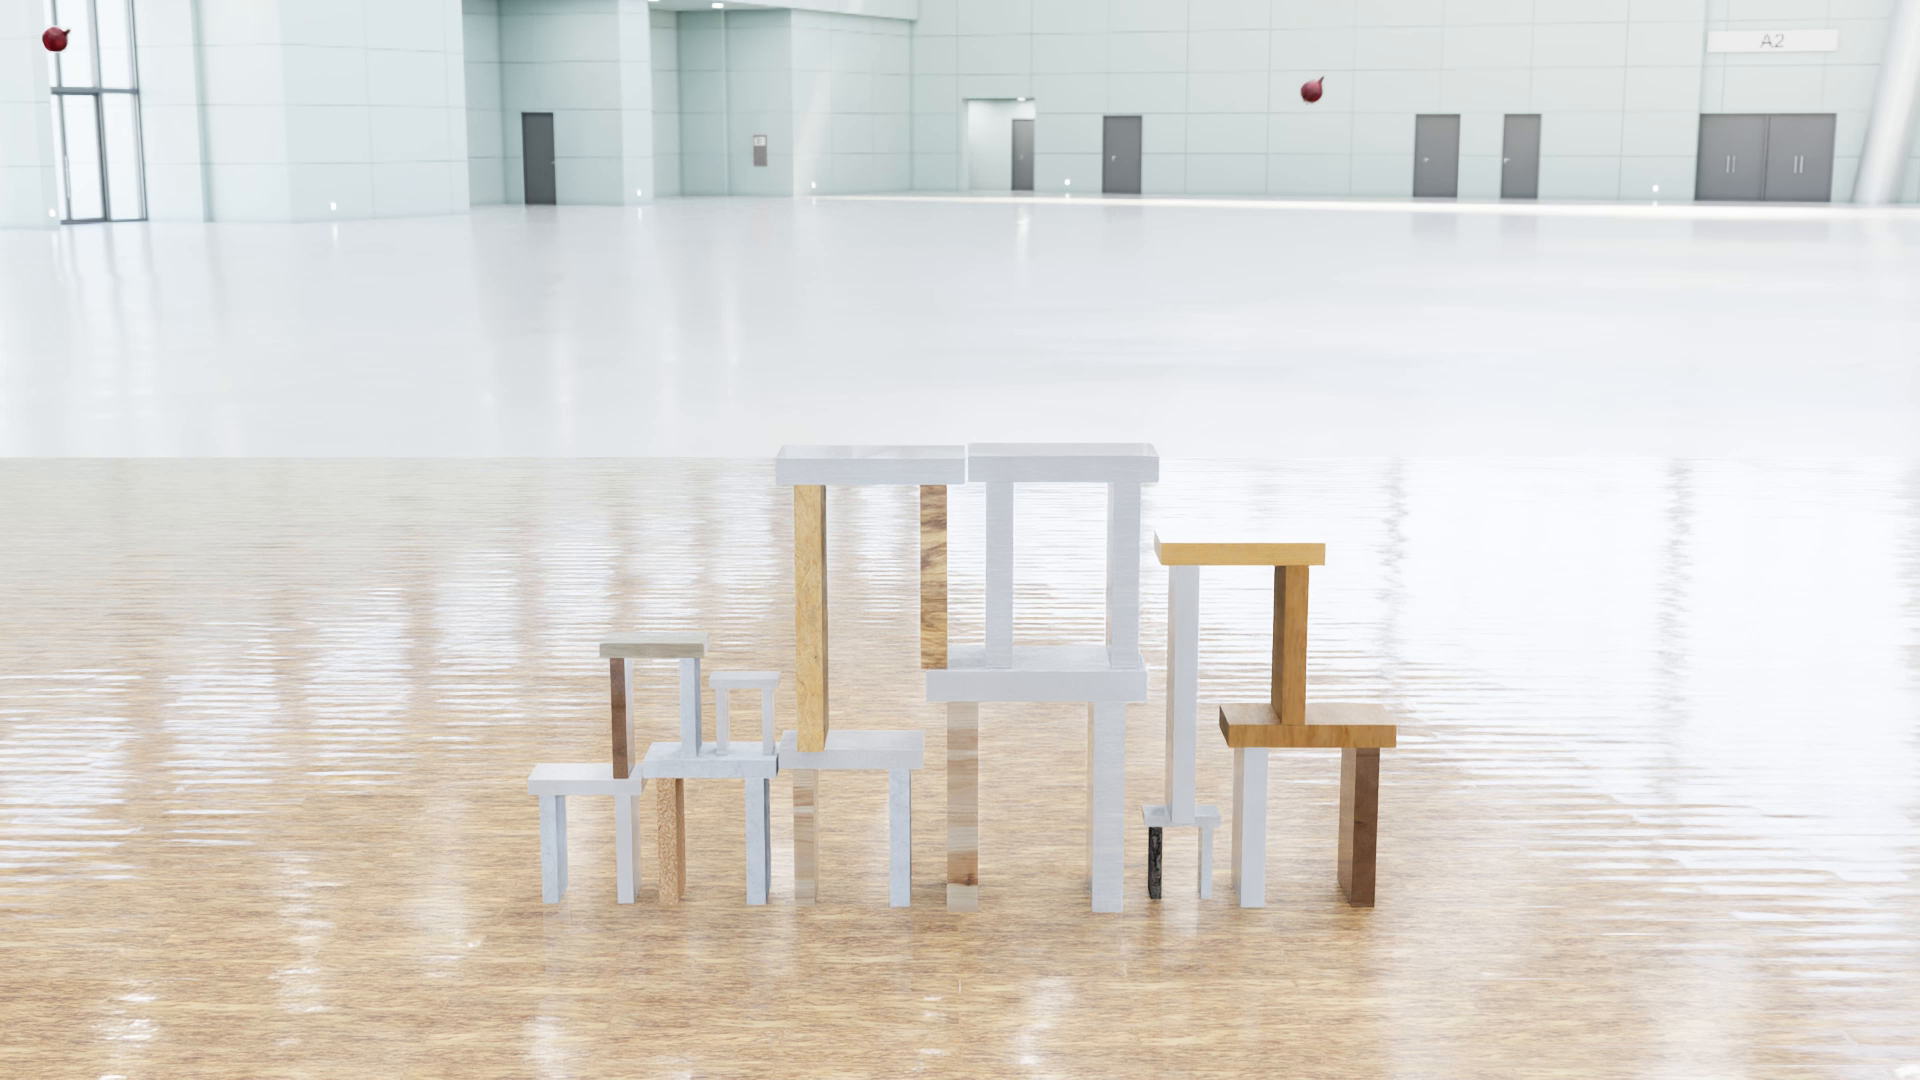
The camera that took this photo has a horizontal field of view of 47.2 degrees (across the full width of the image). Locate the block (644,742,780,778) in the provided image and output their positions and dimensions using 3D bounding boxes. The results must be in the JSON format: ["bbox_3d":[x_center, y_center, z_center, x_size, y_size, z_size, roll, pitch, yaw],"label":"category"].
[{"bbox_3d":[-0.407,0.363,3.626,0.216,0.031,0.108,0,11,0],"label":"block"}]

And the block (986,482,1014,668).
[{"bbox_3d":[0.063,0.044,3.573,0.043,0.301,0.151,0,11,0],"label":"block"}]

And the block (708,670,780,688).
[{"bbox_3d":[-0.352,0.229,3.603,0.113,0.016,0.056,0,11,0],"label":"block"}]

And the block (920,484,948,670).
[{"bbox_3d":[-0.042,0.047,3.565,0.042,0.299,0.149,0,11,0],"label":"block"}]

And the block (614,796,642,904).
[{"bbox_3d":[-0.551,0.499,3.651,0.026,0.185,0.093,0,11,0],"label":"block"}]

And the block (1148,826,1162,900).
[{"bbox_3d":[0.325,0.528,3.662,0.018,0.125,0.063,0,11,0],"label":"block"}]

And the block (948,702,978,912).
[{"bbox_3d":[0.004,0.416,3.636,0.050,0.354,0.177,0,11,0],"label":"block"}]

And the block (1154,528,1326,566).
[{"bbox_3d":[0.450,0.010,3.560,0.262,0.037,0.131,0,11,0],"label":"block"}]

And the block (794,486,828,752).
[{"bbox_3d":[-0.241,0.114,3.577,0.042,0.435,0.149,0,11,0],"label":"block"}]

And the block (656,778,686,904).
[{"bbox_3d":[-0.479,0.484,3.649,0.031,0.216,0.108,0,11,0],"label":"block"}]

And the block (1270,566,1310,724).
[{"bbox_3d":[0.538,0.157,3.587,0.037,0.262,0.131,0,11,0],"label":"block"}]

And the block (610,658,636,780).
[{"bbox_3d":[-0.553,0.282,3.609,0.024,0.203,0.084,0,11,0],"label":"block"}]

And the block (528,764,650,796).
[{"bbox_3d":[-0.612,0.395,3.632,0.185,0.026,0.093,0,11,0],"label":"block"}]

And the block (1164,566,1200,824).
[{"bbox_3d":[0.363,0.239,3.603,0.037,0.428,0.131,0,11,0],"label":"block"}]

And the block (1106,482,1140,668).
[{"bbox_3d":[0.264,0.044,3.572,0.043,0.301,0.151,0,11,0],"label":"block"}]

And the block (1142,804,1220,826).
[{"bbox_3d":[0.367,0.458,3.649,0.125,0.018,0.063,0,11,0],"label":"block"}]

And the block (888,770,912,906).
[{"bbox_3d":[-0.099,0.476,3.644,0.033,0.234,0.117,0,11,0],"label":"block"}]

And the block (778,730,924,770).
[{"bbox_3d":[-0.177,0.344,3.619,0.234,0.033,0.117,0,11,0],"label":"block"}]

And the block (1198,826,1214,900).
[{"bbox_3d":[0.408,0.528,3.662,0.018,0.125,0.063,0,11,0],"label":"block"}]

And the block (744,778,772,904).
[{"bbox_3d":[-0.335,0.484,3.649,0.031,0.216,0.108,0,11,0],"label":"block"}]

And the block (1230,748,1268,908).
[{"bbox_3d":[0.479,0.457,3.645,0.038,0.271,0.135,0,11,0],"label":"block"}]

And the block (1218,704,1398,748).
[{"bbox_3d":[0.570,0.305,3.617,0.271,0.038,0.135,0,11,0],"label":"block"}]

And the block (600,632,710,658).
[{"bbox_3d":[-0.497,0.171,3.588,0.168,0.024,0.084,0,11,0],"label":"block"}]

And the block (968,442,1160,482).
[{"bbox_3d":[0.164,-0.125,3.541,0.302,0.043,0.151,0,11,0],"label":"block"}]

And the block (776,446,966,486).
[{"bbox_3d":[-0.141,-0.121,3.534,0.299,0.042,0.149,0,11,0],"label":"block"}]

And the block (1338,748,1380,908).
[{"bbox_3d":[0.660,0.457,3.645,0.038,0.271,0.135,0,11,0],"label":"block"}]

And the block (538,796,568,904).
[{"bbox_3d":[-0.674,0.499,3.651,0.026,0.185,0.093,0,11,0],"label":"block"}]

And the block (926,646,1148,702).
[{"bbox_3d":[0.122,0.218,3.599,0.354,0.050,0.177,0,11,0],"label":"block"}]

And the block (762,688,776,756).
[{"bbox_3d":[-0.314,0.292,3.614,0.016,0.113,0.056,0,11,0],"label":"block"}]

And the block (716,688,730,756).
[{"bbox_3d":[-0.389,0.292,3.614,0.016,0.113,0.056,0,11,0],"label":"block"}]

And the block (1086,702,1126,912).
[{"bbox_3d":[0.240,0.416,3.636,0.050,0.354,0.177,0,11,0],"label":"block"}]

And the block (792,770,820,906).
[{"bbox_3d":[-0.255,0.476,3.644,0.033,0.234,0.117,0,11,0],"label":"block"}]

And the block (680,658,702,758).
[{"bbox_3d":[-0.441,0.265,3.606,0.024,0.168,0.084,0,11,0],"label":"block"}]
